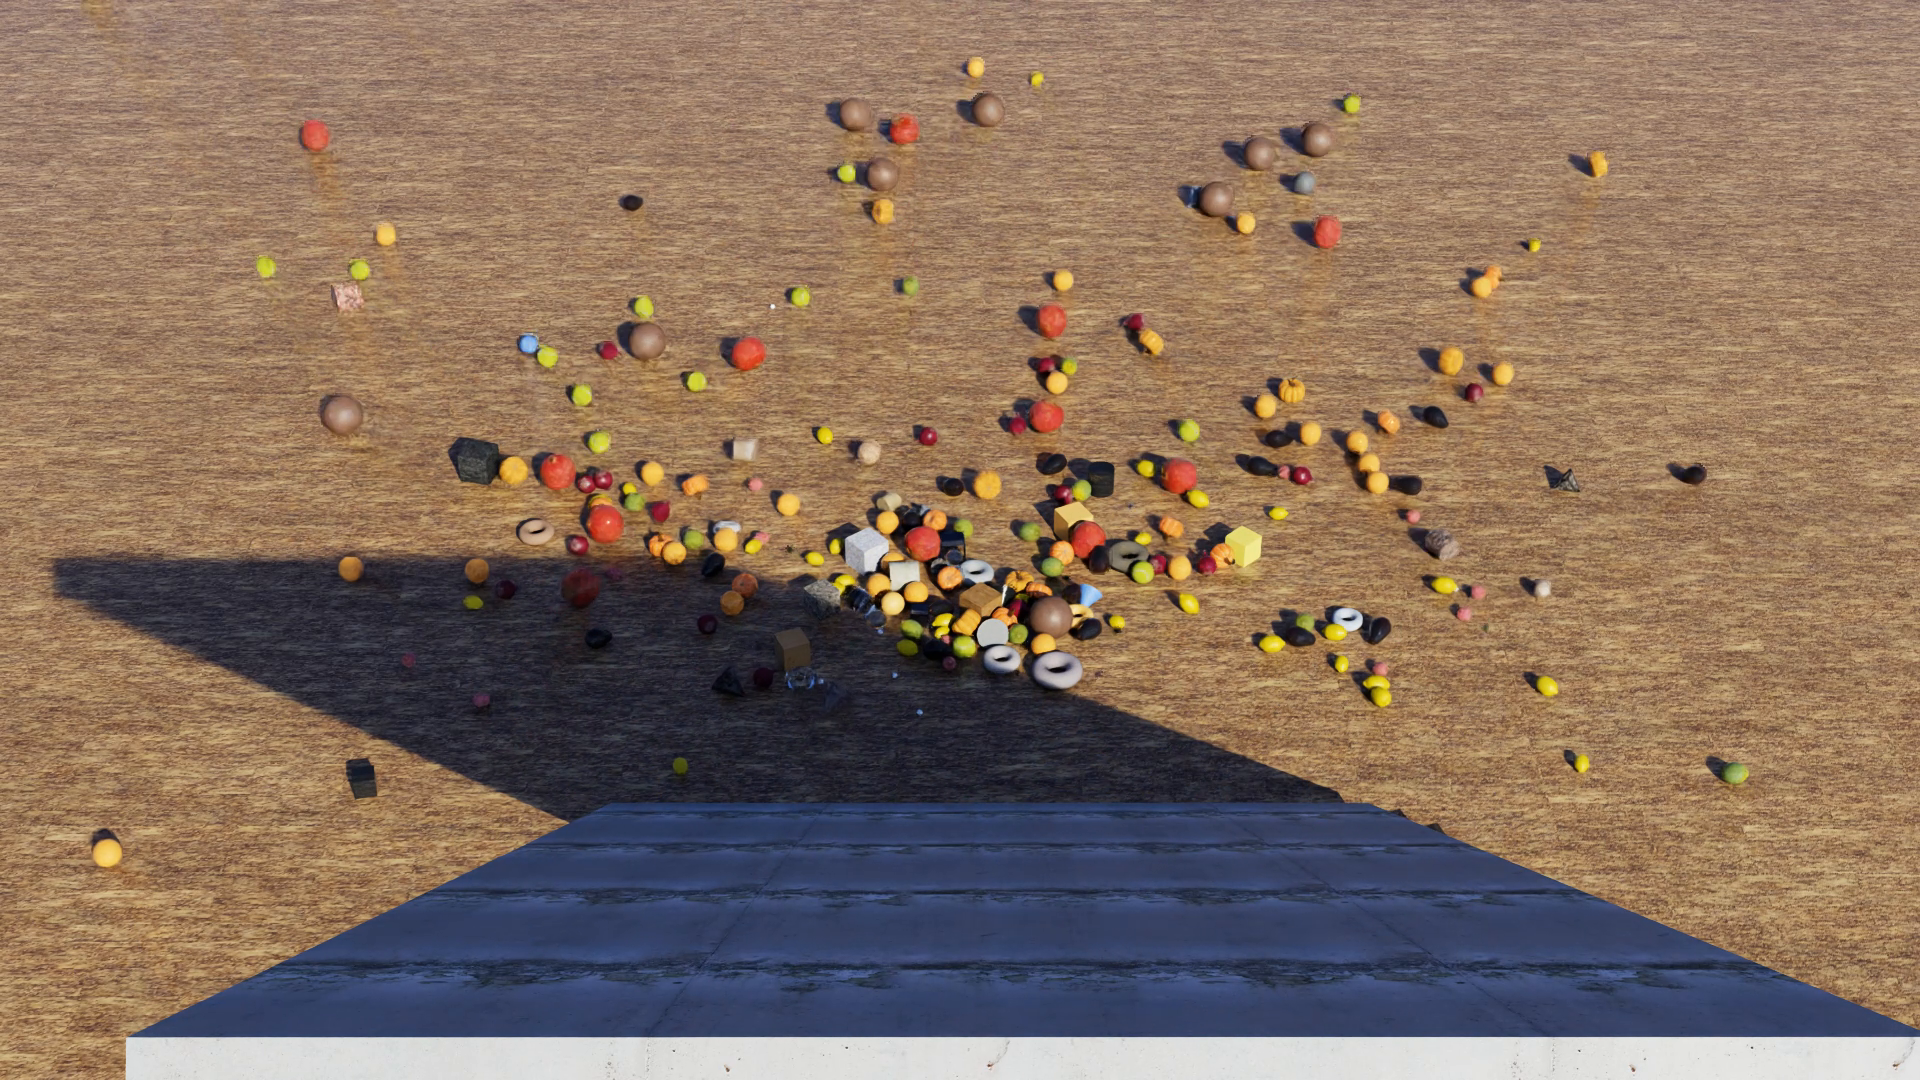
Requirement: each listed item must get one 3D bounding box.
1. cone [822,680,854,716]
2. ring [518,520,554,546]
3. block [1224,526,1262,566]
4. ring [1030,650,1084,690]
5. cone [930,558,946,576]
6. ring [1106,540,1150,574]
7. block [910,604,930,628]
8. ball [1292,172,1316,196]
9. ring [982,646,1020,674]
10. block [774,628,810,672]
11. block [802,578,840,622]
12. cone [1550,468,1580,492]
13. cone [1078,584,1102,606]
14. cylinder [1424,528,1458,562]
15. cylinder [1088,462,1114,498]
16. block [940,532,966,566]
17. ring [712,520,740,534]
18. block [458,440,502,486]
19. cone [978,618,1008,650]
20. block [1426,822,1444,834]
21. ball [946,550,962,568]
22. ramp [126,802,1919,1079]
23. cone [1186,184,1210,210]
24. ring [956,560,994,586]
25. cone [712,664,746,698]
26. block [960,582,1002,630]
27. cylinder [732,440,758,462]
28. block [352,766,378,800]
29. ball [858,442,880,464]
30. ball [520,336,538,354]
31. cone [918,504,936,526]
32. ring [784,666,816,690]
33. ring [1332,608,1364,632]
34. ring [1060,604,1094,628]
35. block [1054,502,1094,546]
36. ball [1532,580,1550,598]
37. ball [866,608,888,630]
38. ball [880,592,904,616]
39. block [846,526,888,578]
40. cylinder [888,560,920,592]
[{"bbox_3d":[-0.362,0.458,7.297,0.092,0.092,0.092,23,68,28],"label":"cone"},{"bbox_3d":[-1.299,-0.023,7.970,0.111,0.037,0.111,-1,36,1],"label":"ring"},{"bbox_3d":[0.857,0.020,7.875,0.077,0.077,0.077,30,45,35],"label":"block"},{"bbox_3d":[0.277,0.372,7.411,0.150,0.050,0.150,-1,35,1],"label":"ring"},{"bbox_3d":[-0.073,0.079,7.838,0.053,0.053,0.053,-11,5,-15],"label":"cone"},{"bbox_3d":[0.509,0.052,7.858,0.135,0.045,0.135,0,37,0],"label":"ring"},{"bbox_3d":[-0.119,0.222,7.615,0.052,0.052,0.052,2,36,3],"label":"block"},{"bbox_3d":[1.293,-1.338,9.753,0.086,0.086,0.086,0,36,0],"label":"ball"},{"bbox_3d":[0.119,0.344,7.459,0.112,0.037,0.112,-1,37,0],"label":"ring"},{"bbox_3d":[-0.481,0.314,7.464,0.080,0.080,0.080,-15,38,-19],"label":"block"},{"bbox_3d":[-0.408,0.176,7.657,0.079,0.079,0.079,-25,43,-31],"label":"block"},{"bbox_3d":[1.897,-0.174,8.179,0.083,0.083,0.083,-22,32,16],"label":"cone"},{"bbox_3d":[0.370,0.184,7.684,0.077,0.077,0.077,18,66,23],"label":"cone"},{"bbox_3d":[1.461,0.015,7.886,0.073,0.073,0.073,-20,46,-25],"label":"cylinder"},{"bbox_3d":[0.443,-0.190,8.162,0.083,0.083,0.083,0,36,0],"label":"cylinder"},{"bbox_3d":[-0.022,0.026,7.872,0.071,0.071,0.071,-4,36,-5],"label":"block"},{"bbox_3d":[-0.717,-0.037,7.984,0.086,0.029,0.086,-3,16,1],"label":"ring"},{"bbox_3d":[-1.522,-0.246,8.228,0.097,0.097,0.097,9,37,12],"label":"block"},{"bbox_3d":[0.090,0.266,7.563,0.093,0.093,0.093,-4,9,-6],"label":"cone"},{"bbox_3d":[1.217,0.810,6.764,0.093,0.093,0.093,-12,37,-16],"label":"block"},{"bbox_3d":[-0.018,0.056,7.817,0.053,0.053,0.053,0,36,0],"label":"ball"},{"bbox_3d":[0.079,0.672,4.868,2.000,0.100,4.000,0,-2,0],"label":"ramp"},{"bbox_3d":[0.871,-1.261,9.686,0.090,0.090,0.090,31,73,36],"label":"cone"},{"bbox_3d":[0.045,0.099,7.798,0.115,0.038,0.115,1,35,-1],"label":"ring"},{"bbox_3d":[-0.639,0.417,7.355,0.090,0.090,0.090,41,47,8],"label":"cone"},{"bbox_3d":[0.062,0.195,7.620,0.090,0.090,0.090,29,45,34],"label":"block"},{"bbox_3d":[-0.686,-0.286,8.306,0.068,0.068,0.068,4,36,6],"label":"cylinder"},{"bbox_3d":[-1.606,0.654,7.009,0.060,0.060,0.060,-7,36,-10],"label":"block"},{"bbox_3d":[-0.291,-0.277,8.290,0.074,0.074,0.074,0,36,0],"label":"ball"},{"bbox_3d":[-1.467,-0.664,8.838,0.062,0.062,0.062,0,36,0],"label":"ball"},{"bbox_3d":[-0.115,-0.067,8.038,0.061,0.061,0.061,23,72,29],"label":"cone"},{"bbox_3d":[-0.454,0.393,7.396,0.093,0.031,0.093,-1,37,0],"label":"ring"},{"bbox_3d":[1.135,0.233,7.619,0.094,0.031,0.094,0,37,0],"label":"ring"},{"bbox_3d":[0.342,0.224,7.629,0.101,0.034,0.101,1,36,-1],"label":"ring"},{"bbox_3d":[0.347,-0.050,7.963,0.087,0.087,0.087,-17,39,-23],"label":"block"},{"bbox_3d":[1.727,0.147,7.719,0.052,0.052,0.052,0,36,0],"label":"ball"},{"bbox_3d":[-0.243,0.232,7.595,0.060,0.060,0.060,0,36,0],"label":"ball"},{"bbox_3d":[-0.198,0.186,7.650,0.070,0.070,0.070,0,36,0],"label":"ball"},{"bbox_3d":[-0.281,0.036,7.839,0.093,0.093,0.093,-26,43,-32],"label":"block"},{"bbox_3d":[-0.166,0.107,7.746,0.086,0.086,0.086,-3,36,-4],"label":"cylinder"}]
